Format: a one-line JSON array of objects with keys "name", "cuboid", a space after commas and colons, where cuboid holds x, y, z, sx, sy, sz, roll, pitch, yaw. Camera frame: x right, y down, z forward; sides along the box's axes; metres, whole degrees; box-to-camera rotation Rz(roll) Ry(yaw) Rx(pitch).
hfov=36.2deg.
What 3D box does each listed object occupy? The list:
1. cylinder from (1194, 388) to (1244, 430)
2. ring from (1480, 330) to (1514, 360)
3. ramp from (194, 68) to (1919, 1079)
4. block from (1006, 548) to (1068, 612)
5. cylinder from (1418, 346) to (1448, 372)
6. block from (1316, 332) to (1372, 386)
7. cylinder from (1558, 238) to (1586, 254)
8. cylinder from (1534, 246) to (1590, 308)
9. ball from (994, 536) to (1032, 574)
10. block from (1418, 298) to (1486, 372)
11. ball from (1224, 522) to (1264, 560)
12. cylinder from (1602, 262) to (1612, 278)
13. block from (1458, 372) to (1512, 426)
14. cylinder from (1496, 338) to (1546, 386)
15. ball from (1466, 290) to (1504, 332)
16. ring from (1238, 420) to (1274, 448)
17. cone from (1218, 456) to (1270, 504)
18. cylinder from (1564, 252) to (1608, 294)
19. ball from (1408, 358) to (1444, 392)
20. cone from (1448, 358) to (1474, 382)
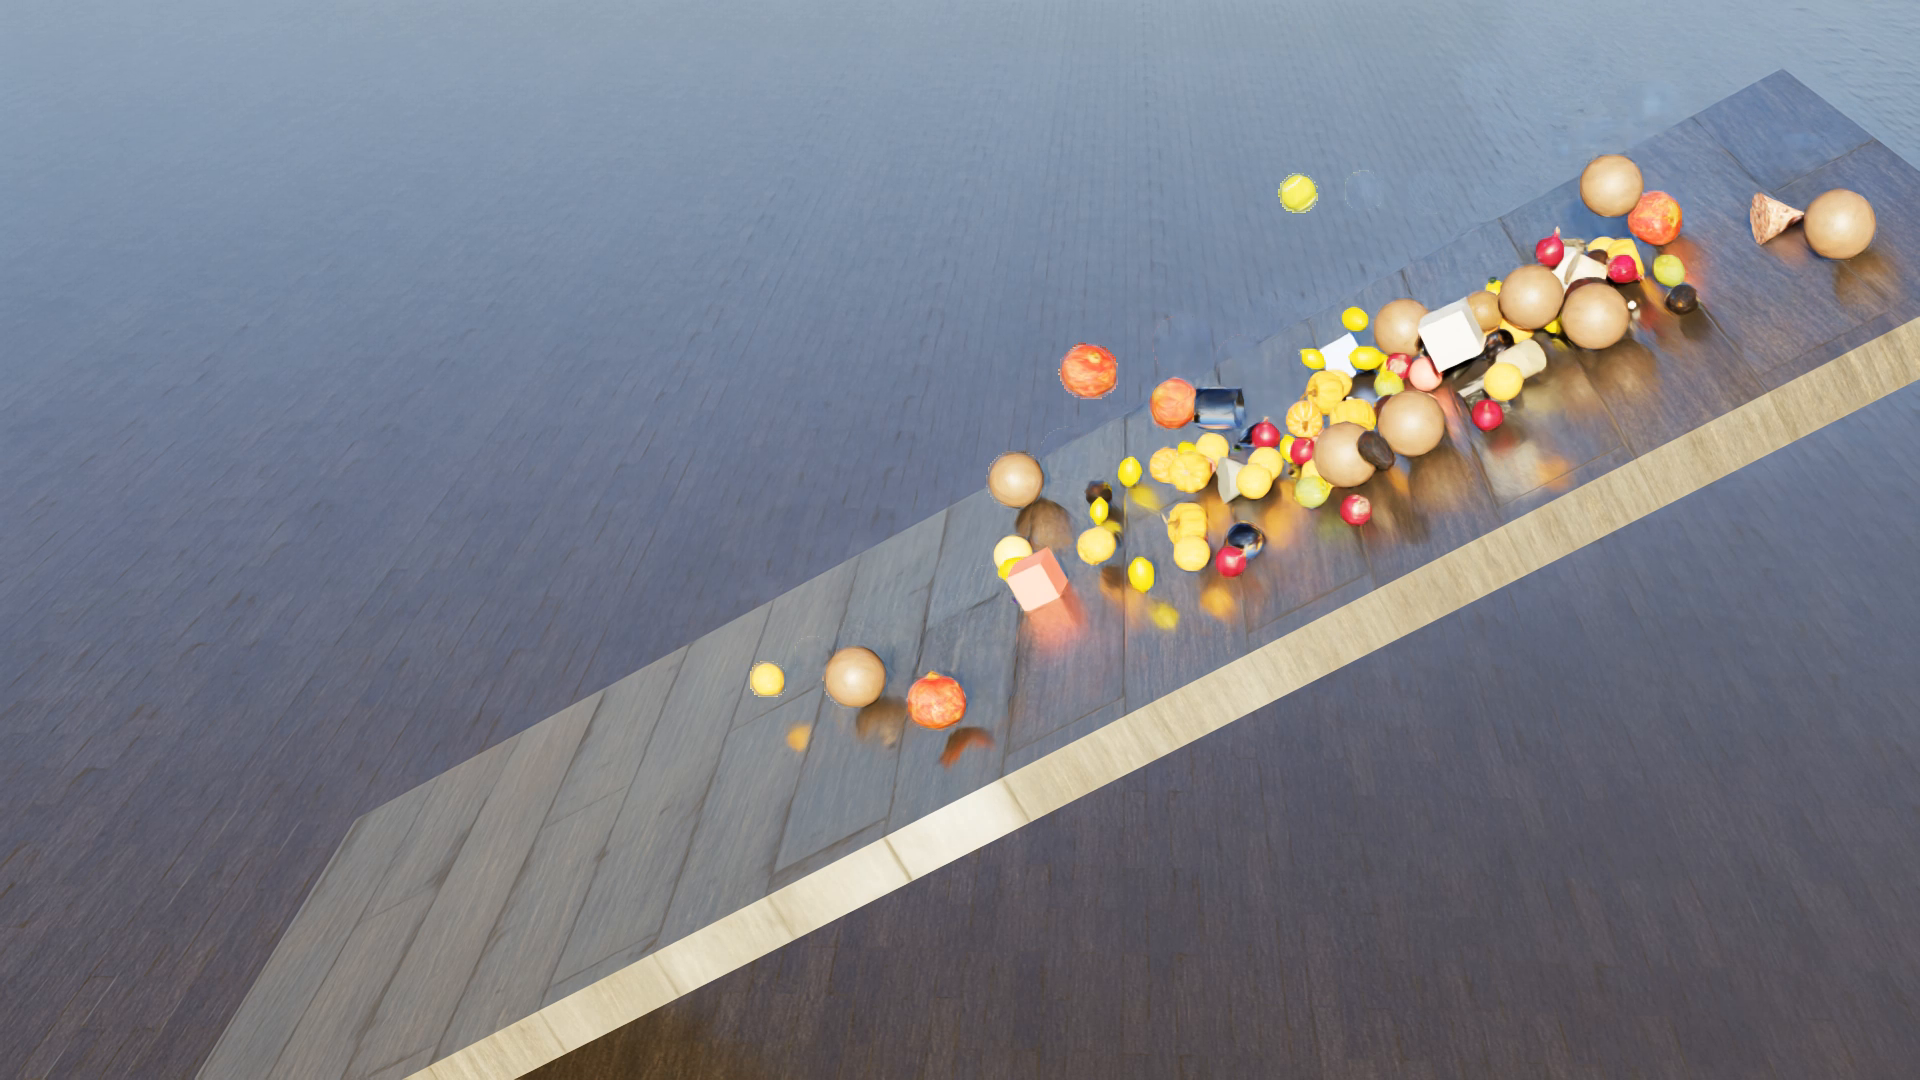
[{"name": "cylinder", "cuboid": [0.556, -0.283, 6.319, 0.088, 0.088, 0.088, 3, 18, 18]}, {"name": "ring", "cuboid": [1.085, -0.396, 5.956, 0.080, 0.080, 0.027, -11, 60, -31]}, {"name": "ramp", "cuboid": [0.142, 0.167, 6.283, 4.000, 0.100, 2.000, -28, 15, 11]}, {"name": "block", "cuboid": [0.161, 0.083, 6.156, 0.085, 0.085, 0.085, -24, 15, 23]}, {"name": "cylinder", "cuboid": [1.002, -0.390, 6.103, 0.070, 0.070, 0.070, -37, 32, -18]}, {"name": "block", "cuboid": [0.833, -0.393, 6.380, 0.084, 0.084, 0.084, -29, -1, 12]}, {"name": "cylinder", "cuboid": [1.275, -0.594, 6.133, 0.054, 0.054, 0.054, -3, 27, 1]}, {"name": "cylinder", "cuboid": [1.249, -0.543, 6.078, 0.092, 0.092, 0.092, -30, 15, 9]}, {"name": "ball", "cuboid": [0.116, 0.033, 6.412, 0.086, 0.086, 0.086, 0, 18, 0]}, {"name": "block", "cuboid": [0.969, -0.405, 5.795, 0.095, 0.095, 0.095, -24, 12, 21]}, {"name": "ball", "cuboid": [0.548, 0.002, 5.674, 0.075, 0.075, 0.075, 0, 18, 0]}, {"name": "cylinder", "cuboid": [1.326, -0.545, 6.113, 0.060, 0.060, 0.060, -6, 11, 1]}, {"name": "block", "cuboid": [1.013, -0.271, 5.682, 0.069, 0.069, 0.069, -29, 14, 6]}, {"name": "cylinder", "cuboid": [1.097, -0.349, 5.754, 0.069, 0.069, 0.069, -31, -5, 40]}, {"name": "ball", "cuboid": [1.062, -0.465, 5.974, 0.086, 0.086, 0.086, 0, 18, 0]}, {"name": "ring", "cuboid": [0.642, -0.229, 6.370, 0.084, 0.028, 0.084, -30, 15, 9]}, {"name": "cone", "cuboid": [0.594, -0.130, 6.091, 0.100, 0.100, 0.100, -5, 19, -10]}, {"name": "cylinder", "cuboid": [1.265, -0.537, 5.938, 0.065, 0.065, 0.065, 23, 17, -6]}, {"name": "ball", "cuboid": [0.955, -0.340, 6.029, 0.070, 0.070, 0.070, 0, 18, 0]}, {"name": "cone", "cuboid": [1.015, -0.346, 6.017, 0.059, 0.059, 0.059, 7, 60, 21]}]
